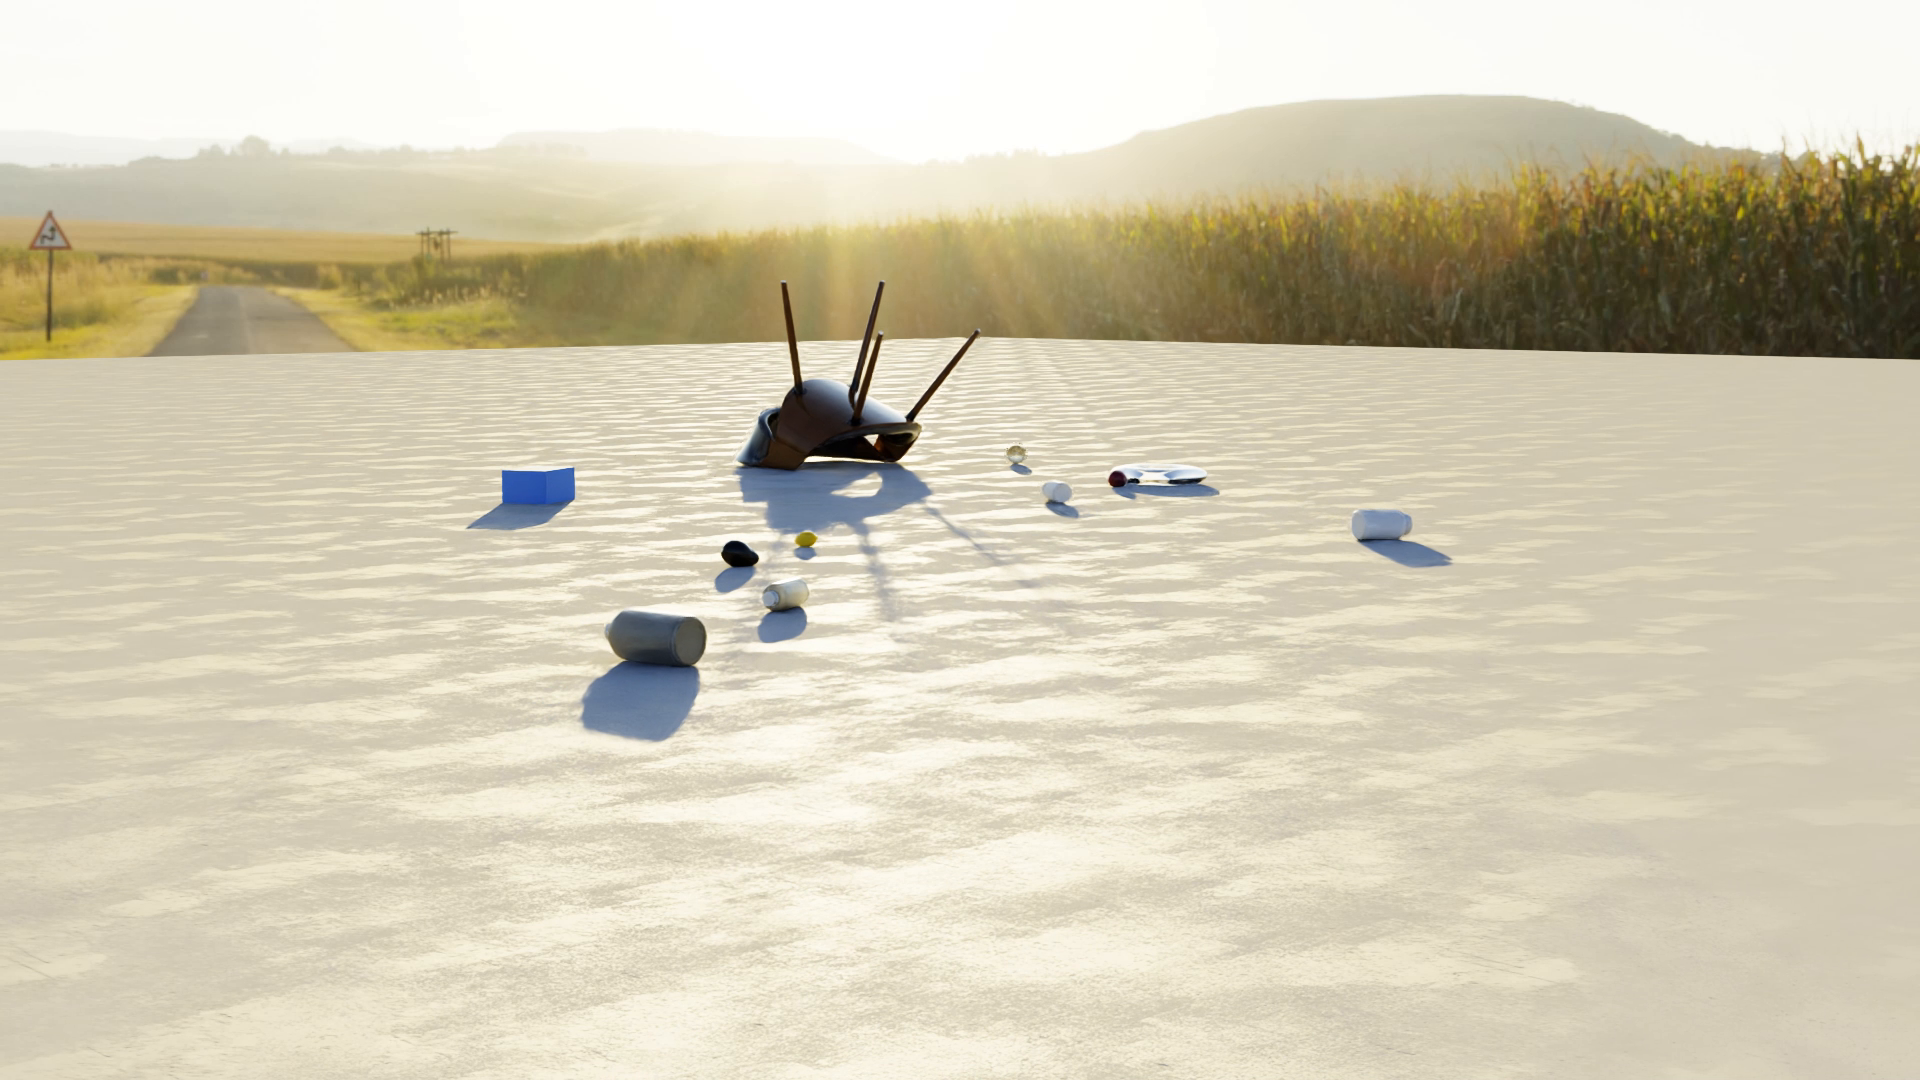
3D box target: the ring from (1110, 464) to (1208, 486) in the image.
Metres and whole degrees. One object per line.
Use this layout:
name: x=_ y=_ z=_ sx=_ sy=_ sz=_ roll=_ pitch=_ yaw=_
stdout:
ring: x=0.633 y=-0.209 z=8.182 sx=0.258 sy=0.053 sz=0.363 roll=-5 pitch=7 yaw=-38

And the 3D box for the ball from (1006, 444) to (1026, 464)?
ball: x=0.197 y=-0.301 z=9.005 sx=0.067 sy=0.067 sz=0.067 roll=0 pitch=6 yaw=0

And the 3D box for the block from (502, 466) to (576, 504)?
block: x=-1.234 y=-0.162 z=7.517 sx=0.143 sy=0.096 sz=0.181 roll=2 pitch=6 yaw=19
